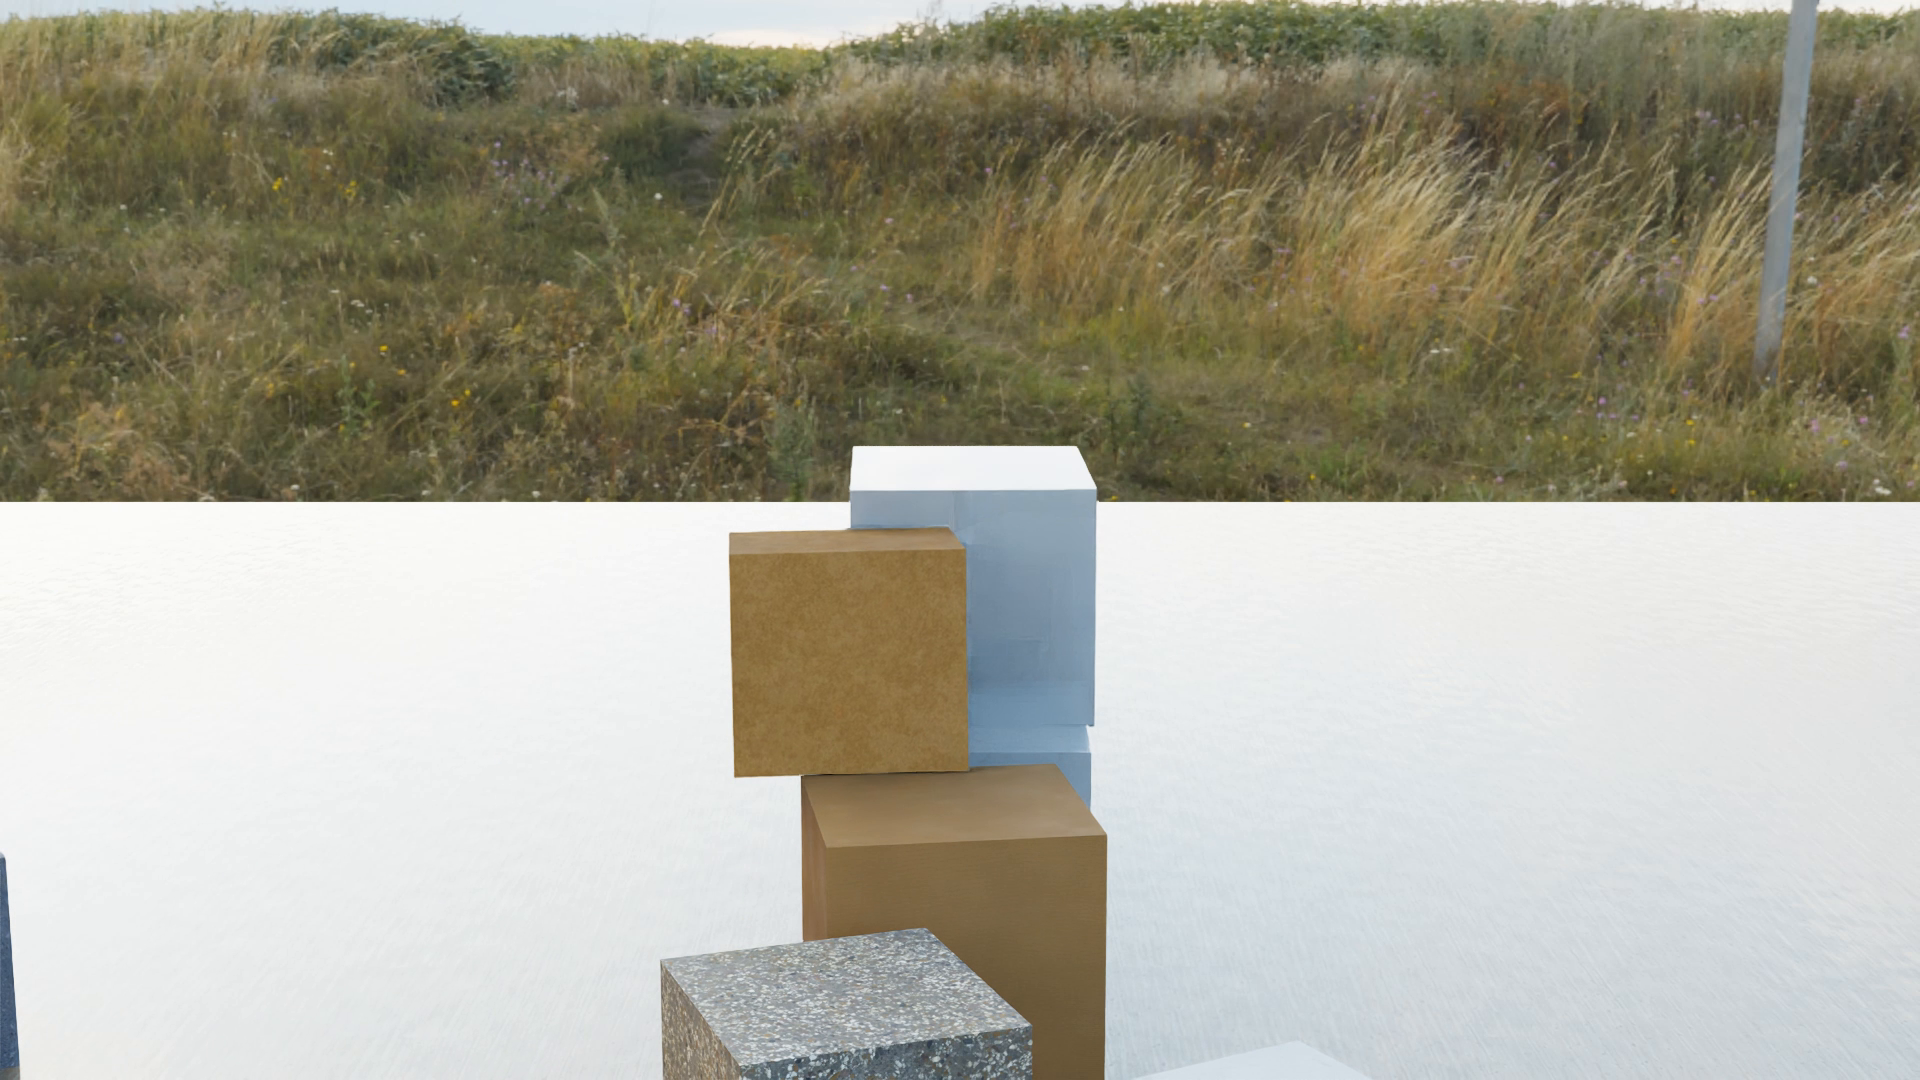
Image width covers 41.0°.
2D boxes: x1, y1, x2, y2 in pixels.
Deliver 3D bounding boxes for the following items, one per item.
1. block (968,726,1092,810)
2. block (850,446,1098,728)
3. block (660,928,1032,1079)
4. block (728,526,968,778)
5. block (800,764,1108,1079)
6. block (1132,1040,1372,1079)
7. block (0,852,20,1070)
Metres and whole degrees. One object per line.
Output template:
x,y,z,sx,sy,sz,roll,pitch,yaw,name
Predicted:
-0.010,1.190,10.347,1.021,0.957,1.005,0,10,0,block
0.037,0.168,10.607,0.961,0.953,1.139,0,11,-2,block
-0.361,1.743,7.761,0.874,0.793,0.927,-4,11,-20,block
-0.430,0.403,9.593,0.848,0.810,0.755,-1,6,-5,block
-0.043,1.409,9.004,0.940,1.006,0.911,-2,10,-9,block
0.724,1.927,6.274,0.973,0.964,0.968,-6,12,-30,block
-3.881,1.486,9.223,0.770,0.776,0.694,-6,12,-31,block
